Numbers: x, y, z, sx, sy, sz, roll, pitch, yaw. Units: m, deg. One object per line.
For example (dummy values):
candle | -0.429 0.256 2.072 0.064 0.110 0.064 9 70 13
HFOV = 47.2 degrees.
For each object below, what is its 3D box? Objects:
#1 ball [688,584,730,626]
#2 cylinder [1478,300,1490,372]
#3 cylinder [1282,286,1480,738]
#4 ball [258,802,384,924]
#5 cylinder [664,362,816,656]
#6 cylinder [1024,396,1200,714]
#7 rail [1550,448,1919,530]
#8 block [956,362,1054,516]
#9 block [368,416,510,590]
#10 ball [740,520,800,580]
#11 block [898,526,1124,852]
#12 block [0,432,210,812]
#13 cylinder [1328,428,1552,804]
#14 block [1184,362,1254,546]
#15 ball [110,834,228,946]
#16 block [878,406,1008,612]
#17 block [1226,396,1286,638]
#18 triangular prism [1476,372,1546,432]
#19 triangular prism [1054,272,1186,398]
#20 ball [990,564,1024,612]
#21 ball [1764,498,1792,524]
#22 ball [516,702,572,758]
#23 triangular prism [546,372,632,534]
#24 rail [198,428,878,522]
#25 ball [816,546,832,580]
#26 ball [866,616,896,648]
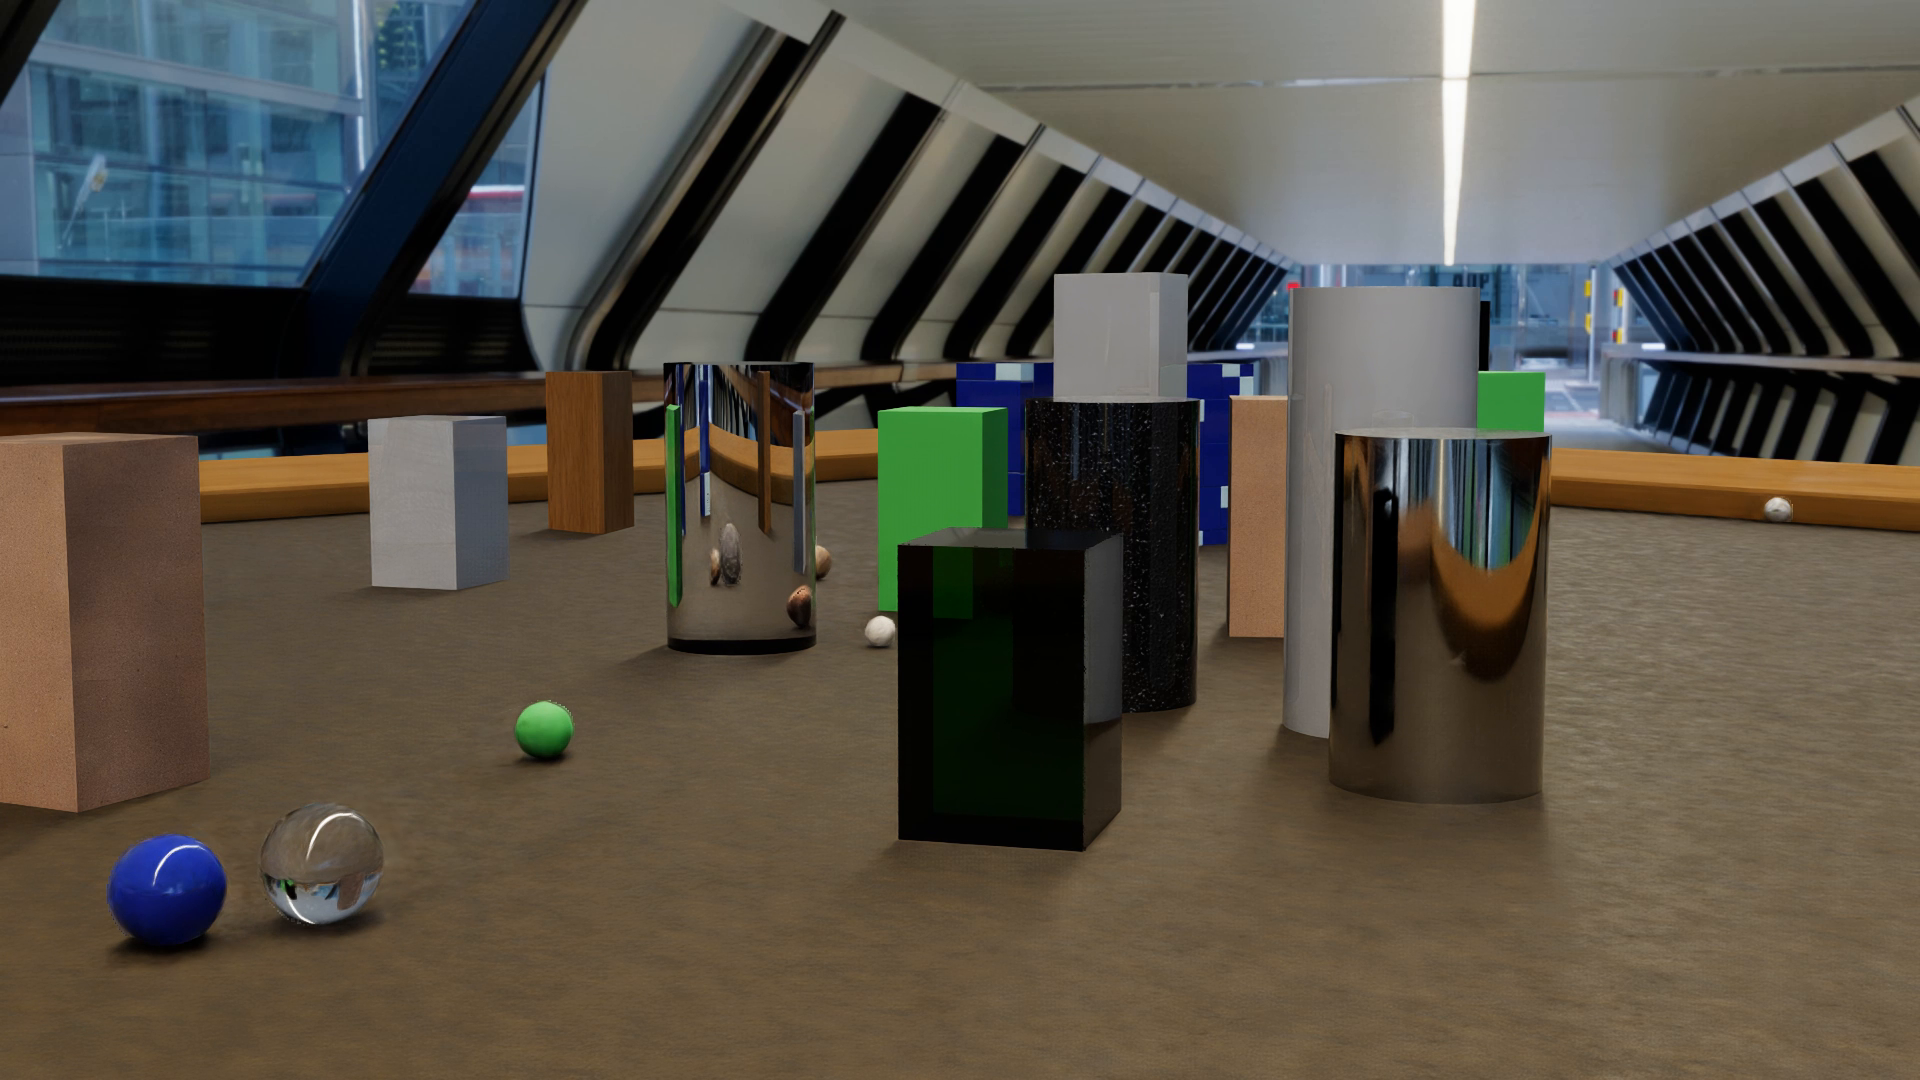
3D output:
ball | -0.354 0.093 3.111 0.060 0.060 0.060 0 6 0
cylinder | 0.977 -0.255 4.496 0.199 0.465 0.199 0 6 0
cylinder | 0.448 -0.034 2.350 0.199 0.469 0.199 0 6 0
ball | -0.465 0.236 1.603 0.088 0.088 0.088 0 6 0
cylinder | -0.292 -0.047 2.932 0.199 0.376 0.199 0 6 0
cylinder | 0.174 0.011 2.523 0.199 0.345 0.199 0 6 0
rail | 1.595 -0.119 4.796 0.045 0.130 4.096 -5 8 -42
block | 0.100 -0.229 4.892 0.160 0.330 0.160 3 7 29
block | -0.854 -0.065 3.609 0.160 0.270 0.160 2 6 20
ball | -0.318 0.015 3.661 0.100 0.100 0.100 0 6 0
block | 0.046 0.123 1.901 0.160 0.251 0.160 2 6 16
block | -0.823 0.069 2.048 0.160 0.328 0.160 3 7 26
cylinder | 0.451 0.065 2.072 0.199 0.331 0.199 0 6 0
block | 0.454 -0.170 4.264 0.160 0.343 0.160 -3 7 -30
ball | -0.557 0.246 1.549 0.078 0.078 0.078 0 6 0
block | -0.024 -0.048 3.321 0.160 0.297 0.160 2 6 15
block | 0.457 -0.036 3.073 0.160 0.325 0.160 1 6 5
triangular prism | 0.626 -0.031 2.813 0.173 0.368 0.150 -3 7 -25
triangular prism | 0.232 -0.089 2.774 0.150 0.490 0.173 -5 8 -42
ball | 0.078 0.071 3.270 0.070 0.070 0.070 0 6 0
ball | 1.718 -0.062 4.621 0.055 0.055 0.055 0 6 0
ball | -0.415 0.190 2.194 0.056 0.056 0.056 0 6 0
triangular prism | -0.730 -0.183 4.500 0.173 0.321 0.150 5 8 42
rail | -1.373 -0.120 4.811 4.388 0.130 0.045 -5 8 -42
ball | -0.241 0.037 3.652 0.057 0.057 0.057 0 6 0
ball | -0.105 0.122 2.923 0.041 0.041 0.041 0 6 0
